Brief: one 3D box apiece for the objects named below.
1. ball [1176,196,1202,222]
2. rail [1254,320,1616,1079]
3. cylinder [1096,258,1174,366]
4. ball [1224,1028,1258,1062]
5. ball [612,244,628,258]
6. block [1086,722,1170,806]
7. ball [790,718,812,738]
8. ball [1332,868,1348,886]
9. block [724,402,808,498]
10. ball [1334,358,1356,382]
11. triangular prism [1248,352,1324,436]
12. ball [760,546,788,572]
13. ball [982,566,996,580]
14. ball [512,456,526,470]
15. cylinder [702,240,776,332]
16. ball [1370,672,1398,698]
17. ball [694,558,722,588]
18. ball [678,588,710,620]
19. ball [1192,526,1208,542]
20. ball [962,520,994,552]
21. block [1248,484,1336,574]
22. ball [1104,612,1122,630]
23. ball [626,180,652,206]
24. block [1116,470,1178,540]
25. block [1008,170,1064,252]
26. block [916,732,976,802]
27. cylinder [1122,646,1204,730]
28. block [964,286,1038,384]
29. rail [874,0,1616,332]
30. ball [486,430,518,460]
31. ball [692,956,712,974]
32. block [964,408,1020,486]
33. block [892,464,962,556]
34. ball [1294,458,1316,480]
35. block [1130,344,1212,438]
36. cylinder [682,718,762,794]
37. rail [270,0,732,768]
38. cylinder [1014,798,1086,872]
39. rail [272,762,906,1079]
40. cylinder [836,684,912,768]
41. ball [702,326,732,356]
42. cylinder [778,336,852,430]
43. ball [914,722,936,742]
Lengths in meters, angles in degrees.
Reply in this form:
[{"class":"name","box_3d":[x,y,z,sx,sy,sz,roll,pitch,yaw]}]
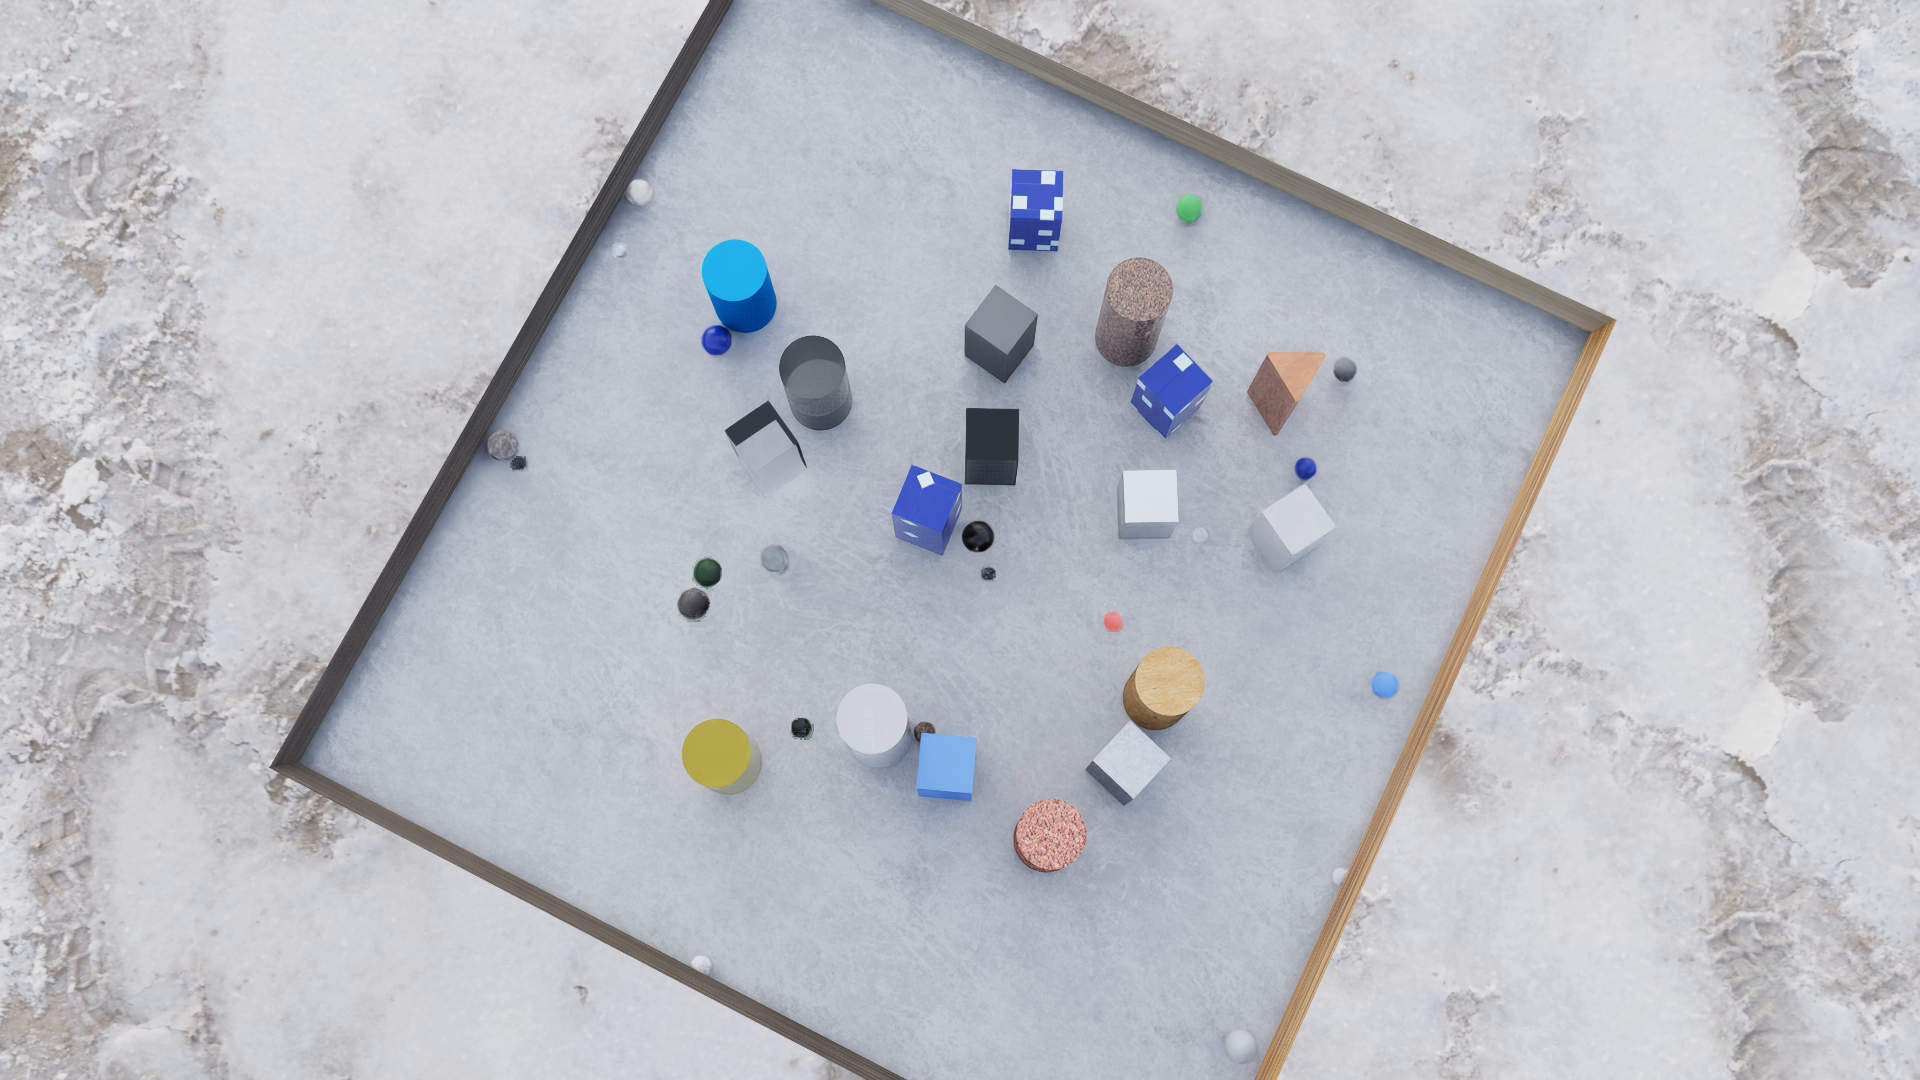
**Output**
[{"class":"ball","box_3d":[0.725,-1.046,5.792,0.081,0.081,0.081,0,78,0]},{"class":"rail","box_3d":[1.319,0.653,5.416,0.045,0.127,3.031,26,80,5]},{"class":"cylinder","box_3d":[0.521,-0.682,5.530,0.195,0.446,0.195,0,78,0]},{"class":"ball","box_3d":[0.808,1.452,5.268,0.094,0.094,0.094,0,78,0]},{"class":"ball","box_3d":[-1.071,-0.912,5.781,0.048,0.048,0.048,0,78,0]},{"class":"block","box_3d":[0.484,0.650,5.319,0.156,0.319,0.156,43,81,8]},{"class":"ball","box_3d":[-0.473,0.561,5.469,0.062,0.062,0.062,0,78,0]},{"class":"ball","box_3d":[1.119,0.989,5.386,0.051,0.051,0.051,0,78,0]},{"class":"block","box_3d":[-0.579,-0.269,5.504,0.156,0.329,0.156,-35,80,-7]},{"class":"ball","box_3d":[1.195,-0.528,5.689,0.073,0.073,0.073,0,78,0]},{"class":"triangular prism","box_3d":[0.959,-0.469,5.518,0.146,0.383,0.169,30,80,6]},{"class":"ball","box_3d":[-0.563,0.057,5.562,0.083,0.083,0.083,0,78,0]},{"class":"ball","box_3d":[0.087,0.102,5.574,0.043,0.043,0.043,0,78,0]},{"class":"ball","box_3d":[-1.359,-0.235,5.644,0.042,0.042,0.042,0,78,0]},{"class":"cylinder","box_3d":[-0.675,-0.776,5.623,0.195,0.301,0.195,0,78,0]},{"class":"ball","box_3d":[1.270,0.433,5.487,0.079,0.079,0.079,0,78,0]},{"class":"ball","box_3d":[-0.764,0.100,5.552,0.087,0.087,0.087,0,78,0]},{"class":"ball","box_3d":[-0.803,0.193,5.528,0.096,0.096,0.096,0,78,0]},{"class":"ball","box_3d":[0.736,-0.016,5.595,0.049,0.049,0.049,0,78,0]},{"class":"ball","box_3d":[0.054,-0.010,5.569,0.097,0.097,0.097,0,78,0]},{"class":"block","box_3d":[0.989,-0.032,5.480,0.156,0.280,0.156,-33,80,-6]},{"class":"ball","box_3d":[0.462,0.244,5.537,0.057,0.057,0.057,0,78,0]},{"class":"ball","box_3d":[-1.016,-1.100,5.803,0.081,0.081,0.081,0,78,0]},{"class":"block","box_3d":[0.562,-0.104,5.515,0.156,0.242,0.156,-1,78,0]},{"class":"block","box_3d":[0.234,-1.021,5.689,0.156,0.271,0.156,2,78,0]},{"class":"block","box_3d":[-0.037,0.660,5.304,0.156,0.345,0.156,5,78,1]},{"class":"cylinder","box_3d":[0.587,0.435,5.320,0.195,0.404,0.195,0,78,0]},{"class":"block","box_3d":[0.123,-0.625,5.592,0.156,0.301,0.156,36,81,7]},{"class":"rail","box_3d":[0.667,-1.300,5.820,2.997,0.127,0.045,26,80,5]},{"class":"ball","box_3d":[-1.406,-0.290,5.629,0.094,0.094,0.094,0,78,0]},{"class":"ball","box_3d":[-0.752,1.238,5.330,0.059,0.059,0.059,0,78,0]},{"class":"block","box_3d":[0.095,-0.278,5.514,0.156,0.313,0.156,1,78,0]},{"class":"block","box_3d":[-0.096,-0.085,5.460,0.156,0.341,0.156,21,79,4]},{"class":"ball","box_3d":[1.060,-0.218,5.627,0.068,0.068,0.068,0,78,0]},{"class":"block","box_3d":[0.640,-0.448,5.569,0.156,0.276,0.156,-41,81,-8]},{"class":"cylinder","box_3d":[-0.690,0.633,5.332,0.195,0.301,0.195,0,78,0]},{"class":"rail","box_3d":[-1.319,-0.639,5.683,0.045,0.127,3.031,26,80,5]},{"class":"cylinder","box_3d":[0.255,0.853,5.267,0.195,0.339,0.195,0,78,0]},{"class":"rail","box_3d":[-0.667,1.313,5.279,2.997,0.127,0.045,26,80,5]},{"class":"cylinder","box_3d":[-0.243,0.539,5.274,0.195,0.452,0.195,0,78,0]},{"class":"ball","box_3d":[-0.755,-0.620,5.697,0.095,0.095,0.095,0,78,0]},{"class":"cylinder","box_3d":[-0.433,-0.470,5.535,0.195,0.350,0.195,0,78,0]},{"class":"ball","box_3d":[-0.105,0.573,5.465,0.065,0.065,0.065,0,78,0]}]
